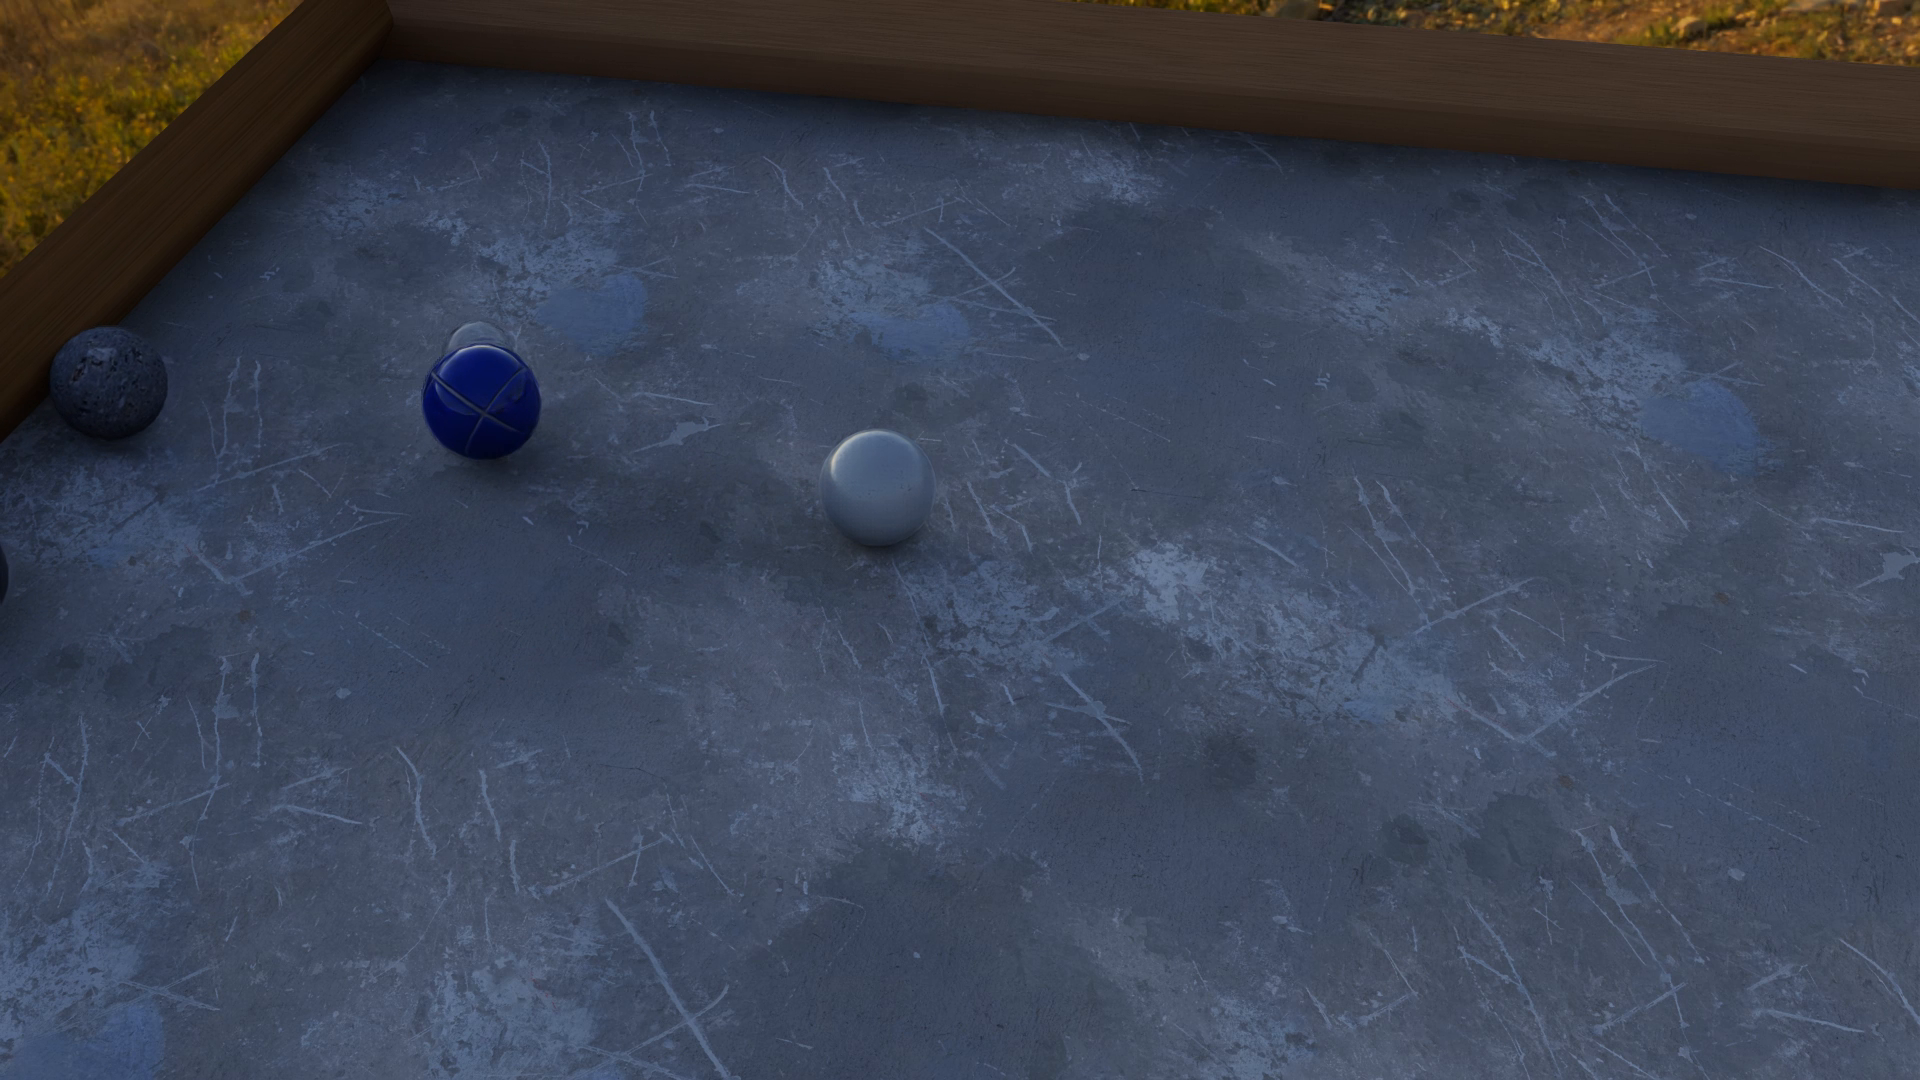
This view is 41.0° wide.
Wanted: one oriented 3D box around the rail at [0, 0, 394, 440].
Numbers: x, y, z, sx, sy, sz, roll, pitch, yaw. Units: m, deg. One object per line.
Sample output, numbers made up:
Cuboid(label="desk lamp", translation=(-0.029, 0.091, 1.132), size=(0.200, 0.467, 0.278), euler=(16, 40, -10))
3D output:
Cuboid(label="rail", translation=(-0.806, -0.109, 2.111), size=(0.045, 0.128, 1.770), euler=(7, 34, 10))

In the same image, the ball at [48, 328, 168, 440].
Cuboid(label="ball", translation=(-0.722, -0.132, 2.176), size=(0.096, 0.096, 0.096), euler=(0, 34, 0))

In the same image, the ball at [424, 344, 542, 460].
Cuboid(label="ball", translation=(-0.400, -0.116, 2.150), size=(0.098, 0.098, 0.098), euler=(0, 34, 0))

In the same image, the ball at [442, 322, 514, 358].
Cuboid(label="ball", translation=(-0.423, -0.160, 2.247), size=(0.062, 0.062, 0.062), euler=(0, 34, 0))

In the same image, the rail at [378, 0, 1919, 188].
Cuboid(label="rail", translation=(1.003, -0.392, 2.533), size=(3.388, 0.128, 0.045), euler=(7, 34, 10))

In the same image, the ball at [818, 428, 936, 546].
Cuboid(label="ball", translation=(-0.066, -0.042, 2.043), size=(0.094, 0.094, 0.094), euler=(0, 34, 0))

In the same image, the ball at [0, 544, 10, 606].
Cuboid(label="ball", translation=(-0.770, 0.027, 1.937), size=(0.099, 0.099, 0.099), euler=(0, 34, 0))
